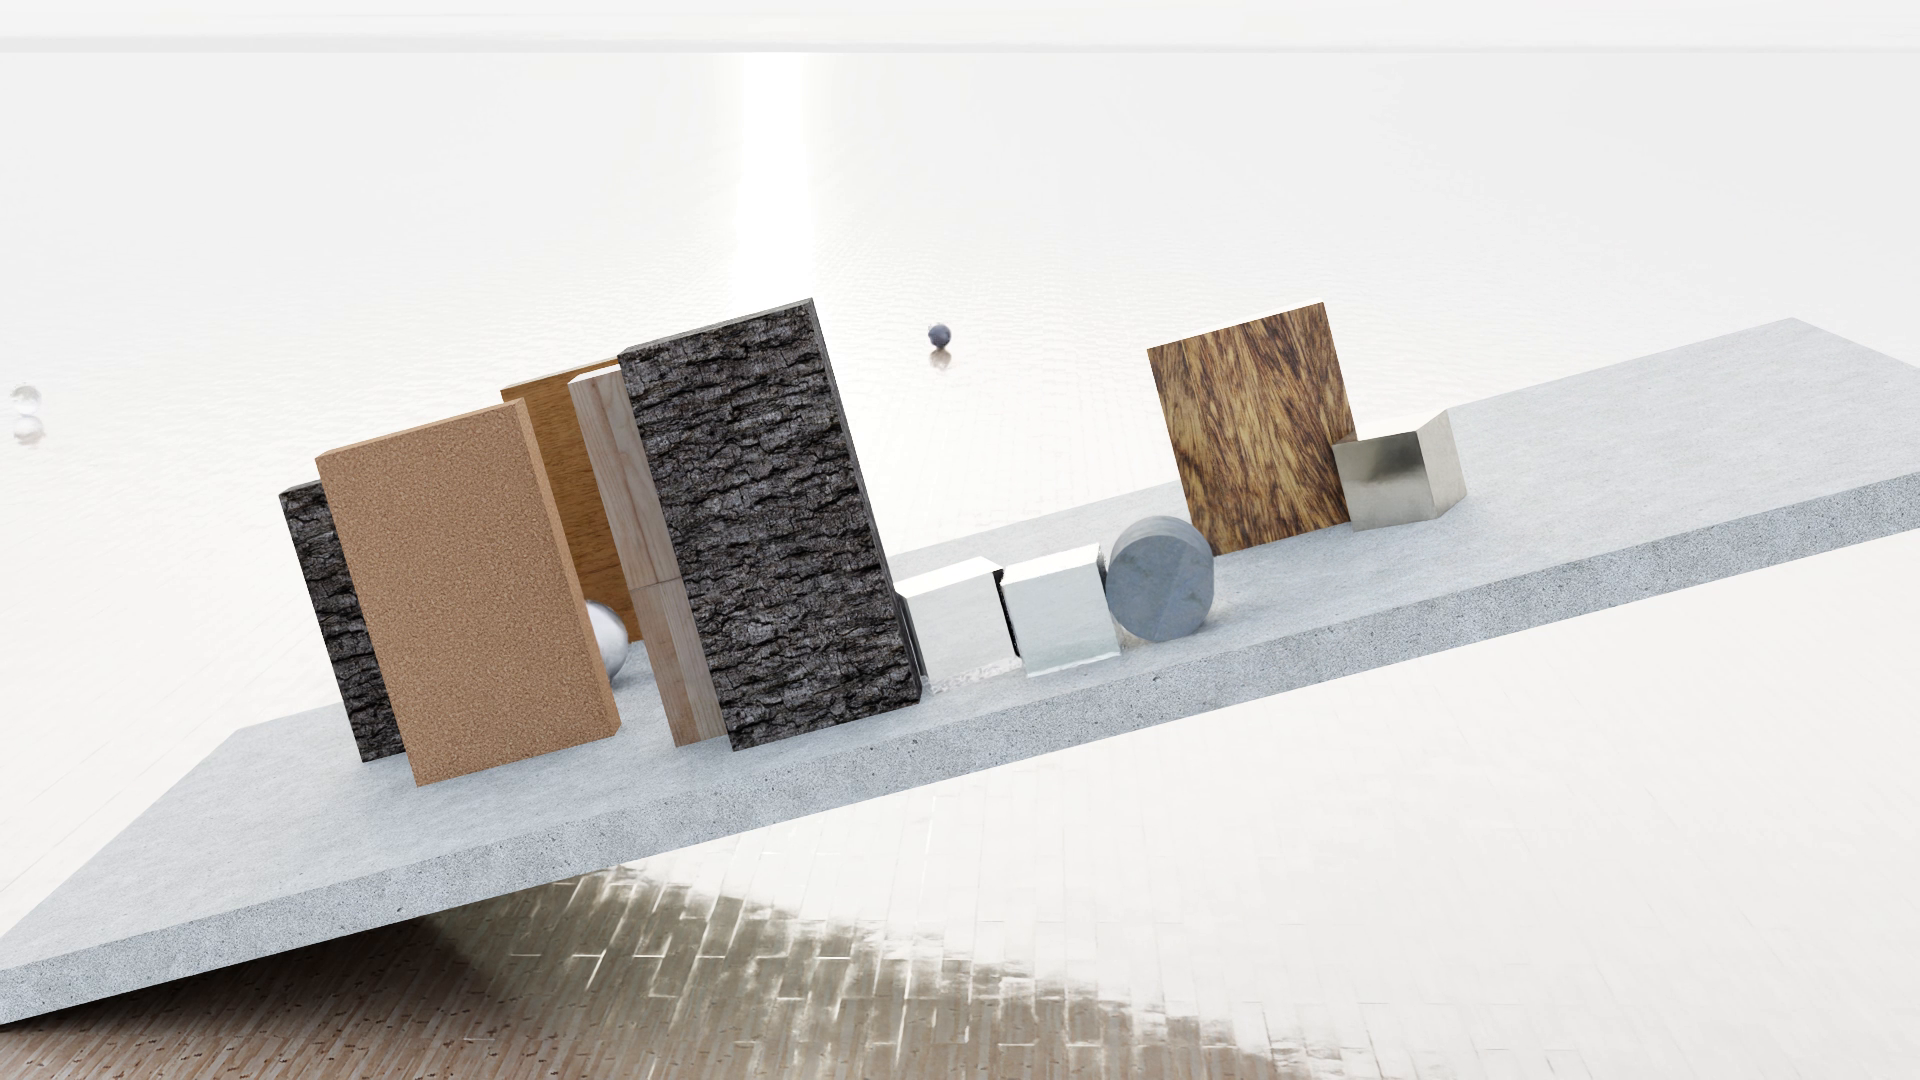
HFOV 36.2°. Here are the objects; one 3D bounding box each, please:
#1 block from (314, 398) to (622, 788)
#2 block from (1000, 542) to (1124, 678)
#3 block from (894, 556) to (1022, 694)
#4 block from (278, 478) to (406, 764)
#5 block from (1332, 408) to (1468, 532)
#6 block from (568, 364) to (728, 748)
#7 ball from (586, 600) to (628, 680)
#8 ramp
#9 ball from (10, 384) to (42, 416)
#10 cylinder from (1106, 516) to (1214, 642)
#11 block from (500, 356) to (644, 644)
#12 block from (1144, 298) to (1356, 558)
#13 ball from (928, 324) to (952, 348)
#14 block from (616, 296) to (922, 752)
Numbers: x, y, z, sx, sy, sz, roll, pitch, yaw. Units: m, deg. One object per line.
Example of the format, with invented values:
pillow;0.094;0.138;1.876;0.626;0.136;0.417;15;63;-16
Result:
block;-1.011;0.109;6.074;0.427;0.714;0.109;-15;9;4
block;0.197;0.133;5.599;0.184;0.184;0.184;-14;9;7
block;-0.005;0.164;5.711;0.195;0.195;0.195;-17;9;-10
block;-1.194;0.132;6.513;0.442;0.625;0.108;-15;9;4
block;0.907;-0.144;6.057;0.187;0.187;0.187;-10;11;31
block;-0.511;0.003;5.783;0.299;0.746;0.146;-15;9;4
ball;-0.851;0.236;6.648;0.204;0.204;0.204;0;10;0
ramp;0.081;0.190;6.328;4.000;0.100;2.000;-15;9;4
ball;-4.449;-0.668;14.022;0.147;0.147;0.147;0;10;0
cylinder;0.382;0.071;5.598;0.203;0.203;0.203;1;11;5
block;-0.856;-0.086;7.103;0.314;0.672;0.097;-15;9;4
block;0.632;-0.234;6.185;0.379;0.462;0.096;-15;9;4
ball;-0.113;-1.174;16.890;0.139;0.139;0.139;0;10;0
block;-0.356;-0.029;5.593;0.368;0.786;0.143;-15;9;4
